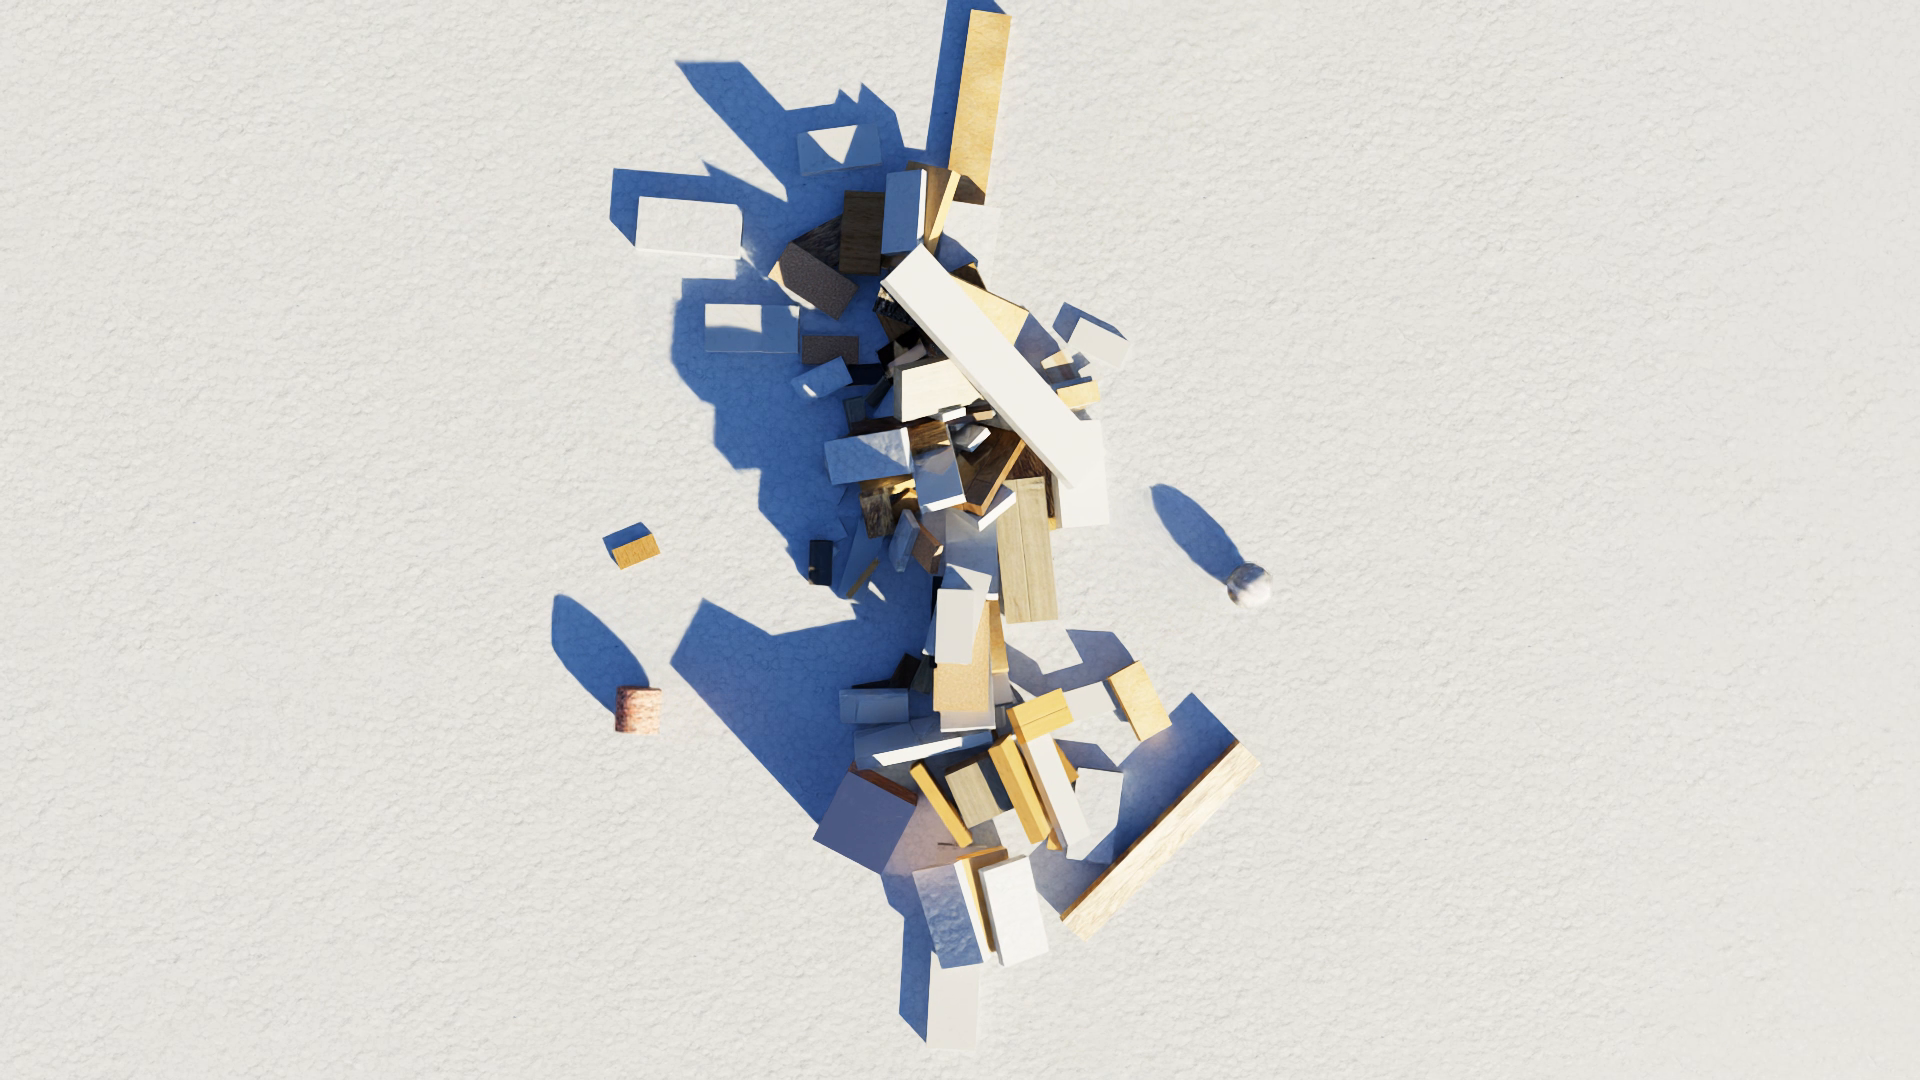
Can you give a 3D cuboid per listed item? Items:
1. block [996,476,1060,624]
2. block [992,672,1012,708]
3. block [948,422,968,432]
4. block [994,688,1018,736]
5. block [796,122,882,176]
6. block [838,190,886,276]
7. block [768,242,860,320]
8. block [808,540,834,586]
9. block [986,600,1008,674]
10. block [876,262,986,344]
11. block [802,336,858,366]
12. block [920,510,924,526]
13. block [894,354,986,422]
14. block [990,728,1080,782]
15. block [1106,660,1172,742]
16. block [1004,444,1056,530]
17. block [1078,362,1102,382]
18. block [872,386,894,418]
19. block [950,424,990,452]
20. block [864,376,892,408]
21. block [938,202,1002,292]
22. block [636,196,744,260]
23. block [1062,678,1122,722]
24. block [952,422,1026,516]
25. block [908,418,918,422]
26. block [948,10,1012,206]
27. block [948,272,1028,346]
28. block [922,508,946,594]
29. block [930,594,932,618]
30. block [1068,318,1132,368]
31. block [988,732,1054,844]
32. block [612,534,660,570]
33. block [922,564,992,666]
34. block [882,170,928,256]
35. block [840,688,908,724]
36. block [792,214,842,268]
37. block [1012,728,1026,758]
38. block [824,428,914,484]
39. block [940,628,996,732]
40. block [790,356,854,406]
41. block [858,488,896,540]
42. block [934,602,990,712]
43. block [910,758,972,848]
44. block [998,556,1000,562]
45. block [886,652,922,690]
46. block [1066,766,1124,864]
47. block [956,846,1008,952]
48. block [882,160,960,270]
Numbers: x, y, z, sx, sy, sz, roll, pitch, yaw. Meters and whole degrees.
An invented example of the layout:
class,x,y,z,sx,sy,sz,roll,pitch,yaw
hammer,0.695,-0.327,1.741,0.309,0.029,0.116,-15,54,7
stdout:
class,x,y,z,sx,sy,sz,roll,pitch,yaw
block,0.215,0.033,5.430,0.172,0.049,0.473,-5,96,9
block,0.056,0.383,5.426,0.173,0.049,0.346,-11,74,-2
block,-0.049,-0.380,5.433,0.134,0.067,0.019,2,117,35
block,0.138,0.548,5.439,0.102,0.029,0.203,-26,82,4
block,-0.401,-1.298,5.481,0.270,0.038,0.135,-8,90,0
block,-0.320,-1.011,5.433,0.135,0.038,0.270,4,85,3
block,-0.482,-0.855,5.447,0.270,0.038,0.135,32,97,-12
block,-0.461,0.076,5.467,0.076,0.021,0.151,3,107,0
block,0.048,0.270,5.407,0.173,0.049,0.346,-8,74,-1
block,-0.080,-0.756,5.424,0.359,0.051,0.180,-24,105,9
block,-0.431,-0.631,5.487,0.186,0.026,0.093,1,90,0
block,-0.082,-0.111,5.473,0.102,0.029,0.204,-2,90,0
block,-0.058,-0.505,5.314,0.347,0.049,0.173,-18,122,-32
block,0.246,0.701,5.456,0.151,0.043,0.302,-37,84,5
block,0.594,0.533,5.464,0.119,0.034,0.239,-27,93,-14
block,0.238,-0.190,5.476,0.172,0.049,0.344,-18,90,0
block,0.397,-0.524,5.490,0.137,0.019,0.068,-33,90,0
block,-0.231,-0.433,5.473,0.074,0.021,0.148,32,92,24
block,0.009,-0.342,5.408,0.091,0.182,0.026,-47,125,-18
block,-0.271,-0.490,5.477,0.101,0.014,0.050,-49,134,0
block,0.021,-0.928,5.453,0.180,0.051,0.359,8,97,0
block,-0.896,-1.036,5.476,0.344,0.049,0.172,5,90,0
block,0.443,0.530,5.486,0.203,0.029,0.102,-17,90,0
block,0.067,-0.232,5.342,0.165,0.047,0.330,16,54,21
block,-0.173,-0.412,5.414,0.045,0.090,0.013,-26,122,-33
block,0.056,-1.410,5.481,0.135,0.038,0.680,8,90,0
block,0.051,-0.735,5.330,0.307,0.043,0.153,24,107,-7
block,-0.023,0.041,5.362,0.173,0.049,0.346,-6,65,-1
block,-0.011,0.151,5.372,0.173,0.049,0.346,-2,60,1
block,0.464,-0.654,5.487,0.190,0.027,0.095,26,90,0
block,0.201,0.799,5.332,0.047,0.167,0.335,-24,92,18
block,-1.076,0.039,5.490,0.142,0.020,0.071,-23,90,0
block,-0.008,0.230,5.115,0.144,0.041,0.287,16,89,2
block,-0.181,-1.070,5.398,0.135,0.038,0.270,0,83,29
block,-0.284,0.549,5.460,0.225,0.032,0.113,-1,117,0
block,-0.418,-0.989,5.481,0.270,0.038,0.135,-28,90,0
block,0.204,0.664,5.393,0.015,0.054,0.108,-24,111,23
block,-0.294,-0.269,5.314,0.288,0.041,0.144,-7,98,27
block,0.017,0.438,5.310,0.173,0.049,0.346,-3,74,0
block,-0.457,-0.528,5.469,0.190,0.027,0.095,-24,96,7
block,-0.269,-0.087,5.379,0.095,0.190,0.027,-13,46,-4
block,0.005,0.368,5.236,0.173,0.049,0.346,1,88,1
block,-0.061,0.864,5.424,0.043,0.151,0.302,-34,90,0
block,0.199,0.054,5.486,0.204,0.029,0.102,30,90,0
block,-0.184,0.451,5.476,0.069,0.020,0.139,30,85,-15
block,0.446,0.913,5.479,0.151,0.043,0.302,7,90,0
block,0.096,1.189,5.435,0.164,0.046,0.328,-10,95,-22
block,-0.142,-1.053,5.425,0.180,0.051,0.359,20,93,30
